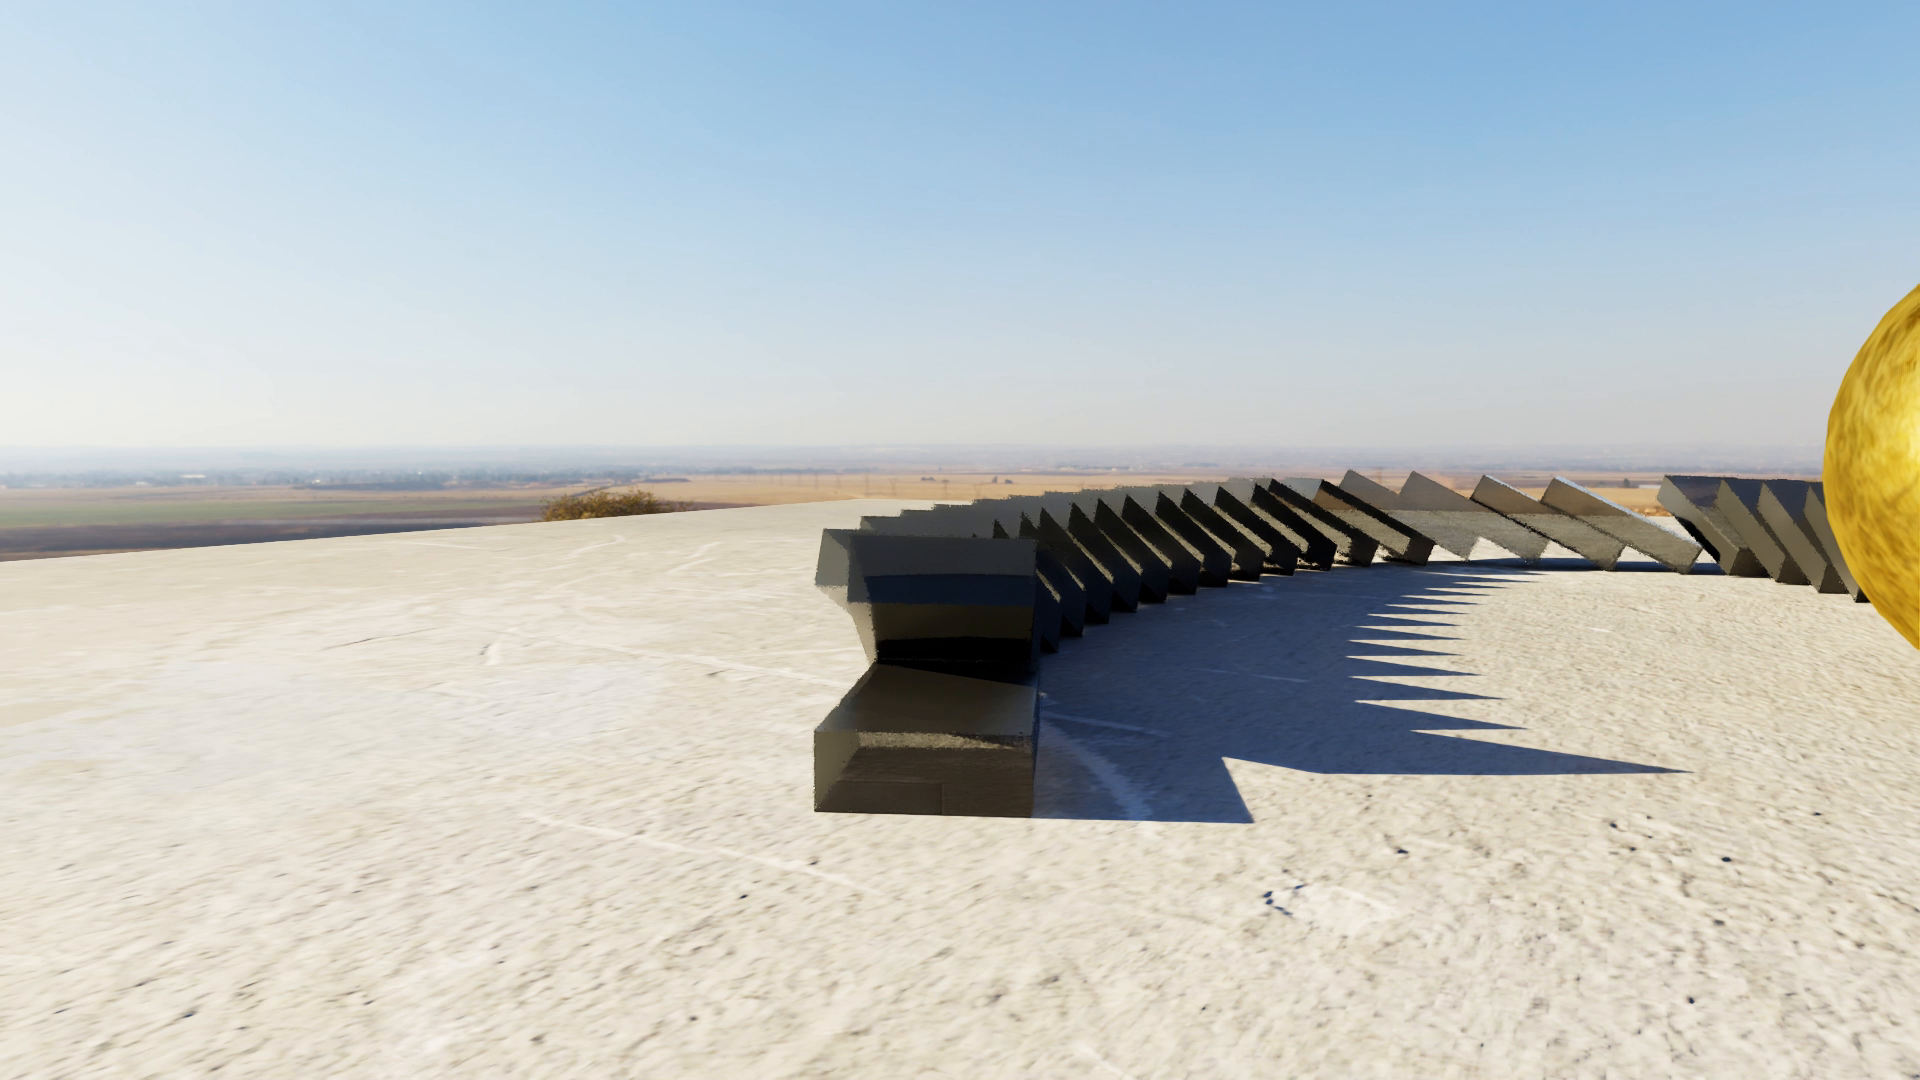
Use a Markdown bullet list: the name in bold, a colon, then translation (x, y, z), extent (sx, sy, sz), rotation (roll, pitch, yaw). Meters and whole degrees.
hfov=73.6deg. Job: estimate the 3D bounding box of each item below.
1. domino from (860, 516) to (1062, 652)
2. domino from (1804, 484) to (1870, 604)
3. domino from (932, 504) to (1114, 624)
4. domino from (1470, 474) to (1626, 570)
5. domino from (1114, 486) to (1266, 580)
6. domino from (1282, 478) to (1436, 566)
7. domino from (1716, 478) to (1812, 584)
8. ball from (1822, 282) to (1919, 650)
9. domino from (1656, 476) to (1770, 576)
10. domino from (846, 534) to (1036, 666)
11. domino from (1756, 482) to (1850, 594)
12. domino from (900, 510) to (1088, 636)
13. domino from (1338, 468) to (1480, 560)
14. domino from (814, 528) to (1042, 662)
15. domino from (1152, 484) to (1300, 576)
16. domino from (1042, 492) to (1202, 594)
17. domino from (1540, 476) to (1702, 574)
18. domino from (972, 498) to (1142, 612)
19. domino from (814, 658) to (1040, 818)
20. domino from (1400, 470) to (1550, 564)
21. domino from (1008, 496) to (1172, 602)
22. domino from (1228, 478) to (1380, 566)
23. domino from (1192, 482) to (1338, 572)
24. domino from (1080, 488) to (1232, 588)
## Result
- **domino**: translation (0.001, 0.009, 0.245), extent (0.025, 0.009, 0.050), rotation (1, -20, 19)
- **domino**: translation (0.258, 0.000, 0.359), extent (0.025, 0.009, 0.050), rotation (1, 30, 17)
- **domino**: translation (0.015, 0.006, 0.290), extent (0.025, 0.009, 0.050), rotation (2, -20, 26)
- **domino**: translation (0.204, -0.007, 0.446), extent (0.050, 0.009, 0.025), rotation (31, 15, 21)
- **domino**: translation (0.070, -0.002, 0.391), extent (0.025, 0.010, 0.050), rotation (4, -20, 44)
- **domino**: translation (0.139, -0.007, 0.452), extent (0.050, 0.009, 0.025), rotation (26, -3, -16)
- **domino**: translation (0.262, -0.003, 0.405), extent (0.025, 0.010, 0.050), rotation (2, 31, 7)
- **ball**: translation (0.176, -0.012, 0.190), extent (0.080, 0.080, 0.080), rotation (0, 4, 0)
- **domino**: translation (0.258, -0.005, 0.428), extent (0.025, 0.009, 0.050), rotation (2, 31, -1)
- **domino**: translation (-0.002, 0.013, 0.195), extent (0.025, 0.009, 0.050), rotation (1, -20, 2)
- **domino**: translation (0.261, -0.001, 0.382), extent (0.025, 0.009, 0.050), rotation (1, 31, 11)
- **domino**: translation (0.008, 0.008, 0.267), extent (0.025, 0.010, 0.050), rotation (2, -20, 21)
- **domino**: translation (0.163, -0.009, 0.465), extent (0.050, 0.010, 0.025), rotation (31, 11, 21)
- **domino**: translation (-0.004, 0.011, 0.222), extent (0.025, 0.009, 0.050), rotation (1, -19, 17)
- **domino**: translation (0.084, -0.003, 0.408), extent (0.025, 0.010, 0.050), rotation (5, -19, 47)
- **domino**: translation (0.044, 0.001, 0.352), extent (0.025, 0.009, 0.050), rotation (3, -20, 36)
- **domino**: translation (0.224, -0.006, 0.436), extent (0.050, 0.010, 0.025), rotation (32, 18, 23)
- **domino**: translation (0.024, 0.004, 0.311), extent (0.025, 0.010, 0.050), rotation (2, -20, 28)
- **domino**: translation (-0.002, 0.025, 0.172), extent (0.025, 0.009, 0.050), rotation (0, 4, 5)
- **domino**: translation (0.181, -0.008, 0.451), extent (0.050, 0.010, 0.025), rotation (31, 12, 21)
- **domino**: translation (0.033, 0.003, 0.332), extent (0.025, 0.010, 0.050), rotation (3, -20, 32)
- **domino**: translation (0.117, -0.006, 0.443), extent (0.050, 0.009, 0.025), rotation (27, -7, -21)
- **domino**: translation (0.100, -0.004, 0.424), extent (0.050, 0.009, 0.025), rotation (30, -16, -38)
- **domino**: translation (0.057, 0.000, 0.371), extent (0.025, 0.010, 0.050), rotation (3, -20, 38)
